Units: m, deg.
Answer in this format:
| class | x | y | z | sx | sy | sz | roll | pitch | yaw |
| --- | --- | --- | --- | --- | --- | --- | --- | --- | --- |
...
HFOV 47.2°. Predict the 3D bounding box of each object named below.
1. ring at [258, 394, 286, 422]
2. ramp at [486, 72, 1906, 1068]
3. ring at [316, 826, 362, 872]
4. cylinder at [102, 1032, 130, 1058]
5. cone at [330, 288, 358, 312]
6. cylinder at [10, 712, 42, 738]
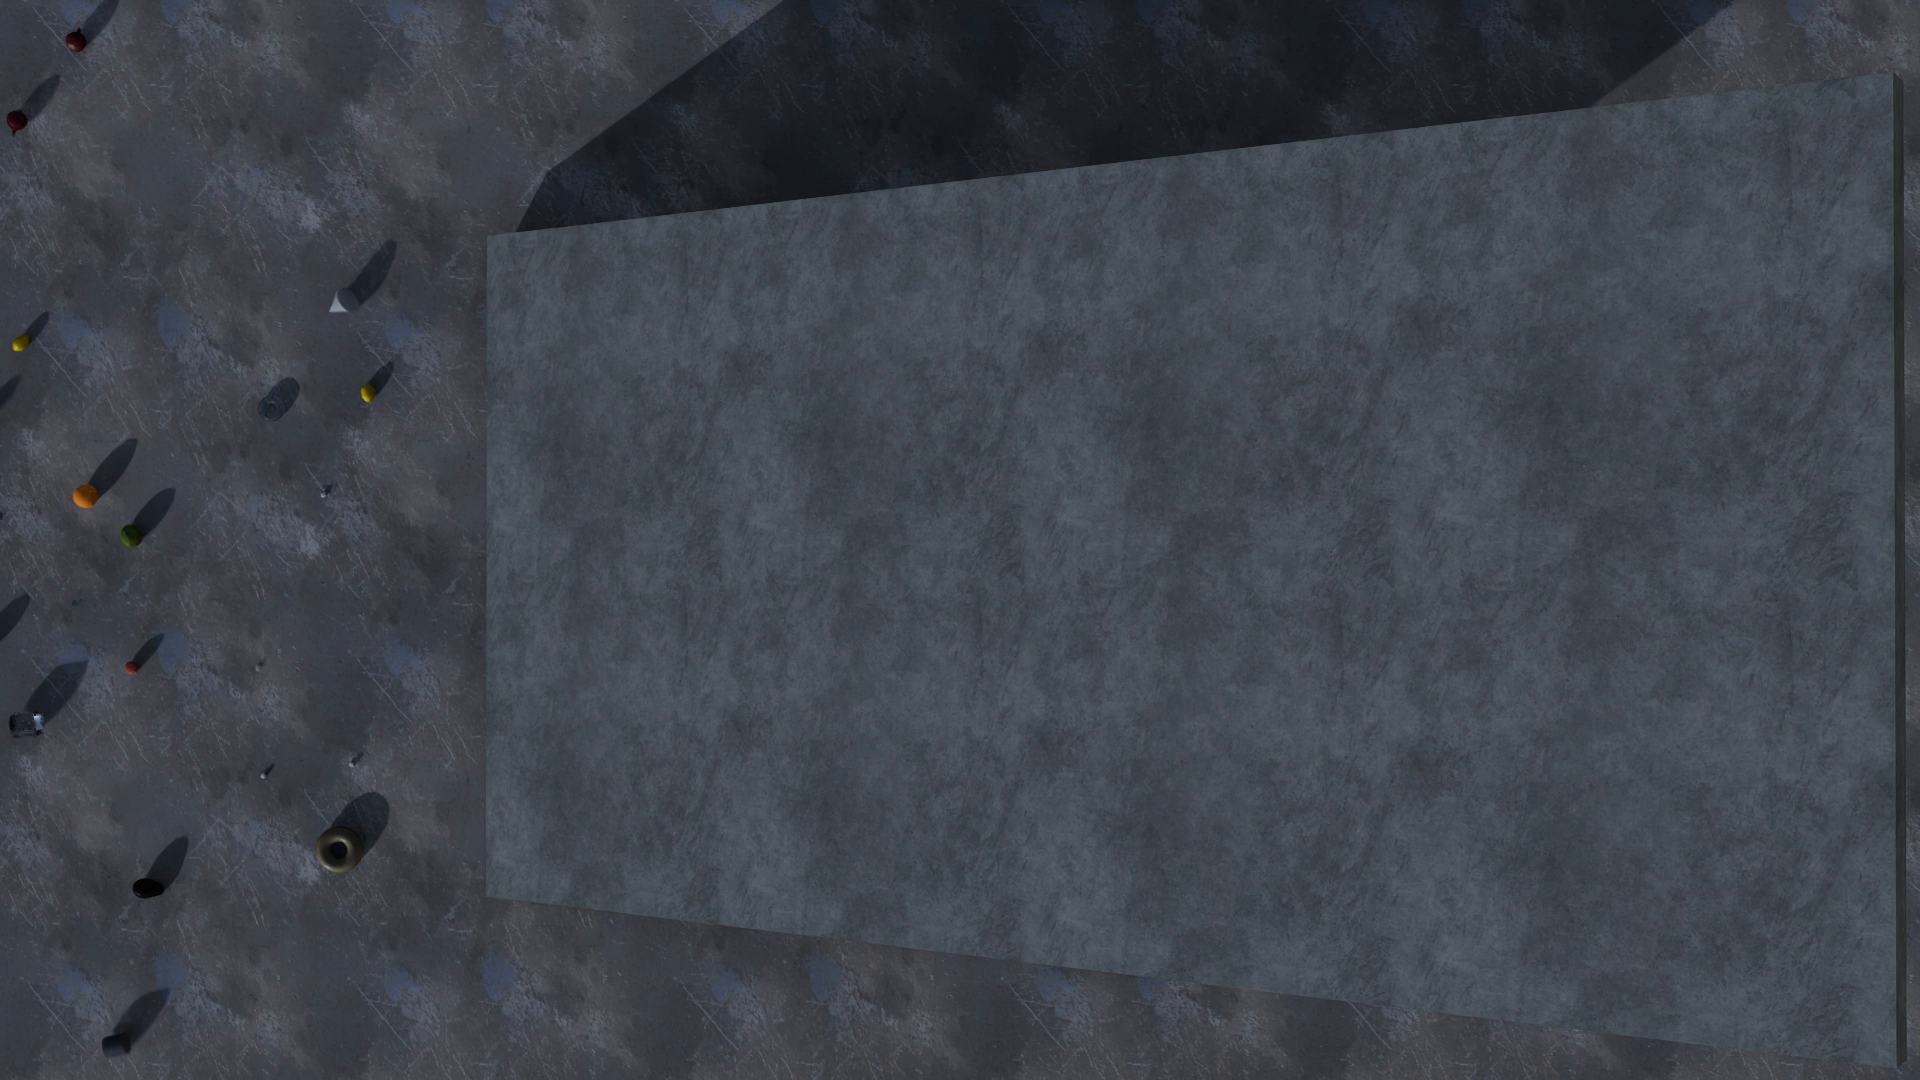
| class | x | y | z | sx | sy | sz | roll | pitch | yaw |
| --- | --- | --- | --- | --- | --- | --- | --- | --- | --- |
| ring | -2.108 | -0.403 | 6.733 | 0.082 | 0.027 | 0.082 | 0 | 90 | -1 |
| ramp | 0.250 | 0.069 | 5.579 | 4.000 | 0.100 | 2.000 | 0 | 89 | 34 |
| ring | -1.894 | 0.945 | 6.712 | 0.143 | 0.048 | 0.143 | 0 | 91 | -1 |
| cylinder | -2.571 | 1.538 | 6.700 | 0.061 | 0.061 | 0.061 | -13 | 90 | 0 |
| cone | -1.903 | -0.715 | 6.730 | 0.085 | 0.085 | 0.085 | -27 | 90 | 26 |
| cylinder | -2.847 | 0.563 | 6.703 | 0.071 | 0.071 | 0.071 | -7 | 90 | 0 |
